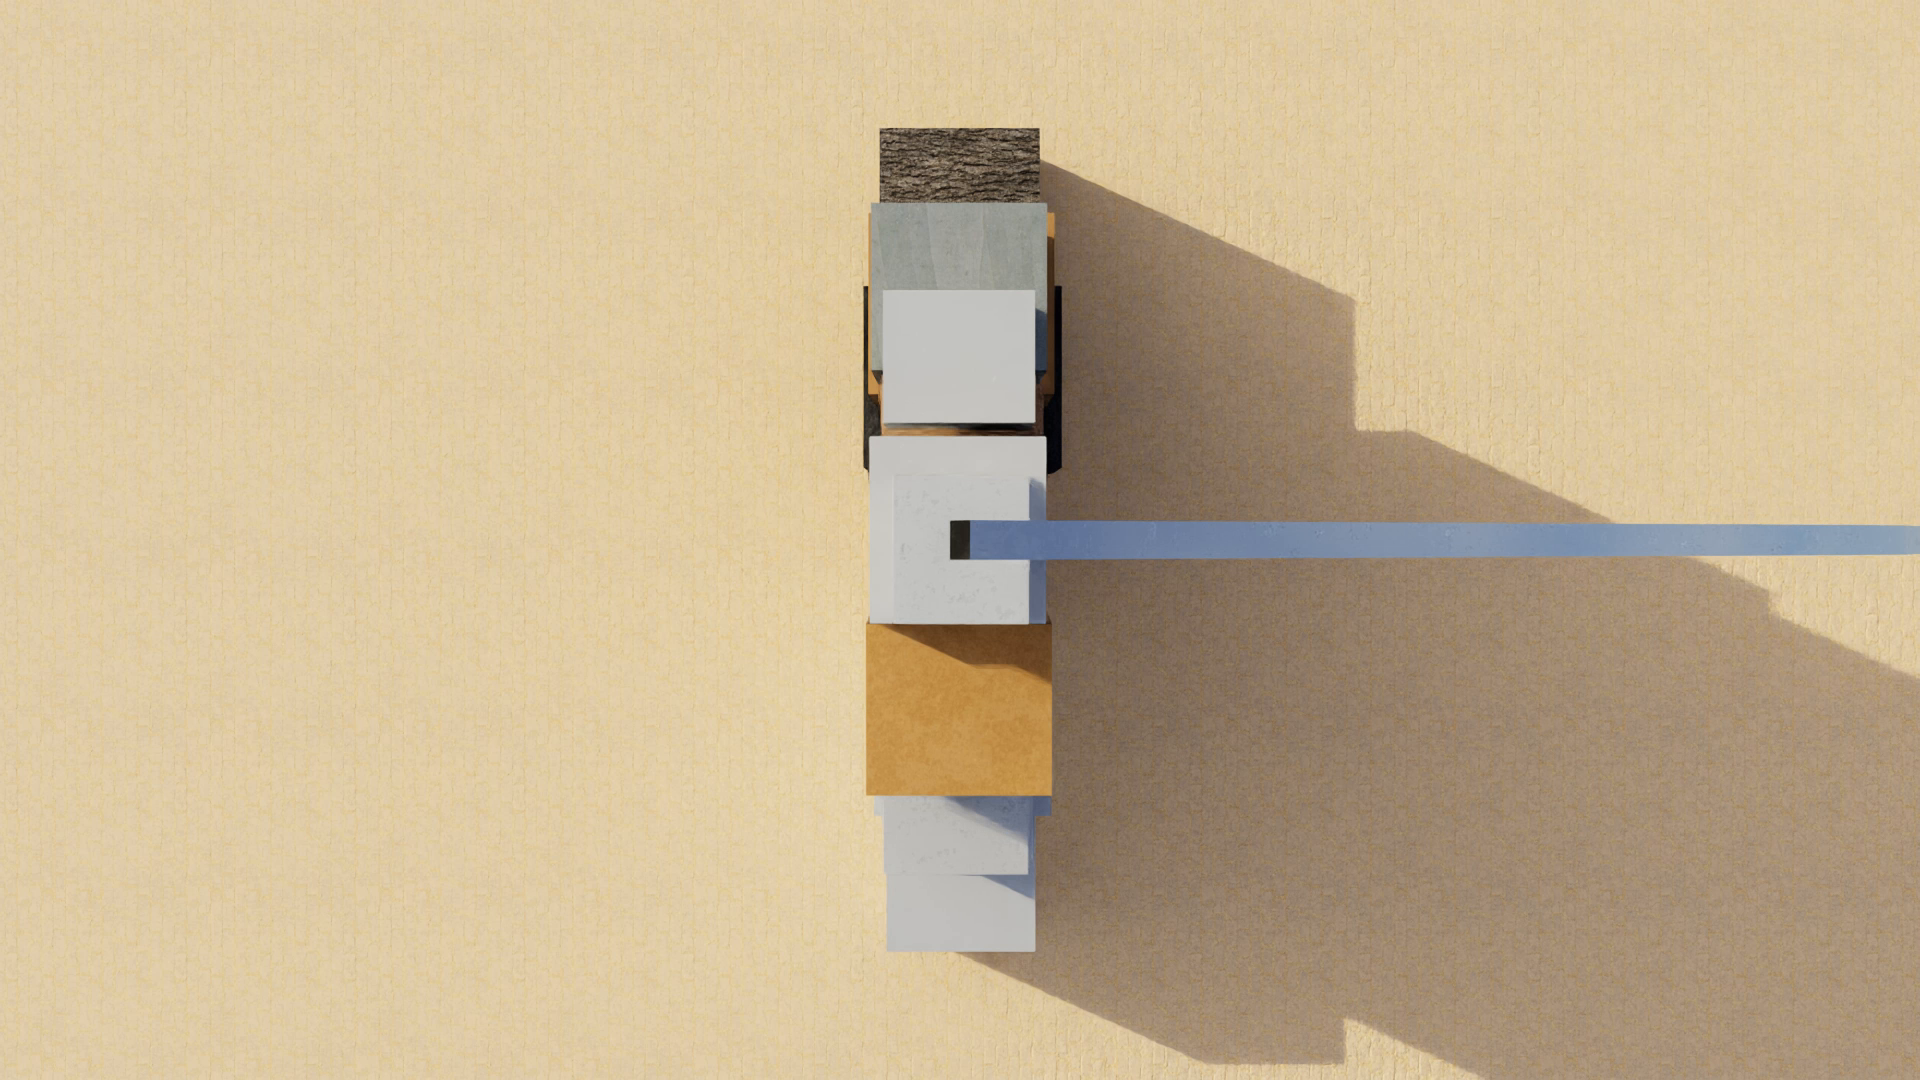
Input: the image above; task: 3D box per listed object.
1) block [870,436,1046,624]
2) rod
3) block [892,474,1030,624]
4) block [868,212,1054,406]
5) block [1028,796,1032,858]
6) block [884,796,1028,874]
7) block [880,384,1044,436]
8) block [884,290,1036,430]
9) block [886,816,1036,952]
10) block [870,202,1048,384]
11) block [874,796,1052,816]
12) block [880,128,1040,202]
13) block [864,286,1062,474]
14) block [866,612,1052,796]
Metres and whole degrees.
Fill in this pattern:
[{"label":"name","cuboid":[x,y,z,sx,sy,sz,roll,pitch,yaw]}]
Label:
[{"label":"block","cuboid":[-0.007,-0.062,9.778,0.752,0.846,0.797,0,93,0]},{"label":"rod","cuboid":[2.234,0.000,5.792,5.200,0.080,0.080,0,90,-31]},{"label":"block","cuboid":[0.006,0.029,9.083,0.546,0.551,0.593,0,93,0]},{"label":"block","cuboid":[0.008,-1.179,11.467,0.927,0.997,0.904,0,90,0]},{"label":"block","cuboid":[-0.003,1.240,11.620,0.753,0.662,0.785,0,90,0]},{"label":"block","cuboid":[-0.020,1.193,10.862,0.690,0.803,0.748,0,94,0]},{"label":"block","cuboid":[0.009,-0.358,10.588,0.751,0.801,0.768,0,93,0]},{"label":"block","cuboid":[-0.004,-0.785,9.717,0.650,0.623,0.568,0,90,0]},{"label":"block","cuboid":[0.006,1.889,12.564,0.819,0.873,0.760,0,90,0]},{"label":"block","cuboid":[-0.005,-1.156,10.498,0.804,0.939,0.763,0,90,0]},{"label":"block","cuboid":[0.015,0.990,12.476,0.962,1.048,1.019,0,90,0]},{"label":"block","cuboid":[-0.002,-1.831,12.556,0.886,0.889,0.877,0,90,0]},{"label":"block","cuboid":[0.014,-0.889,12.483,1.080,1.034,0.988,0,90,0]},{"label":"block","cuboid":[-0.005,0.720,9.947,0.810,0.736,0.753,0,93,0]}]
